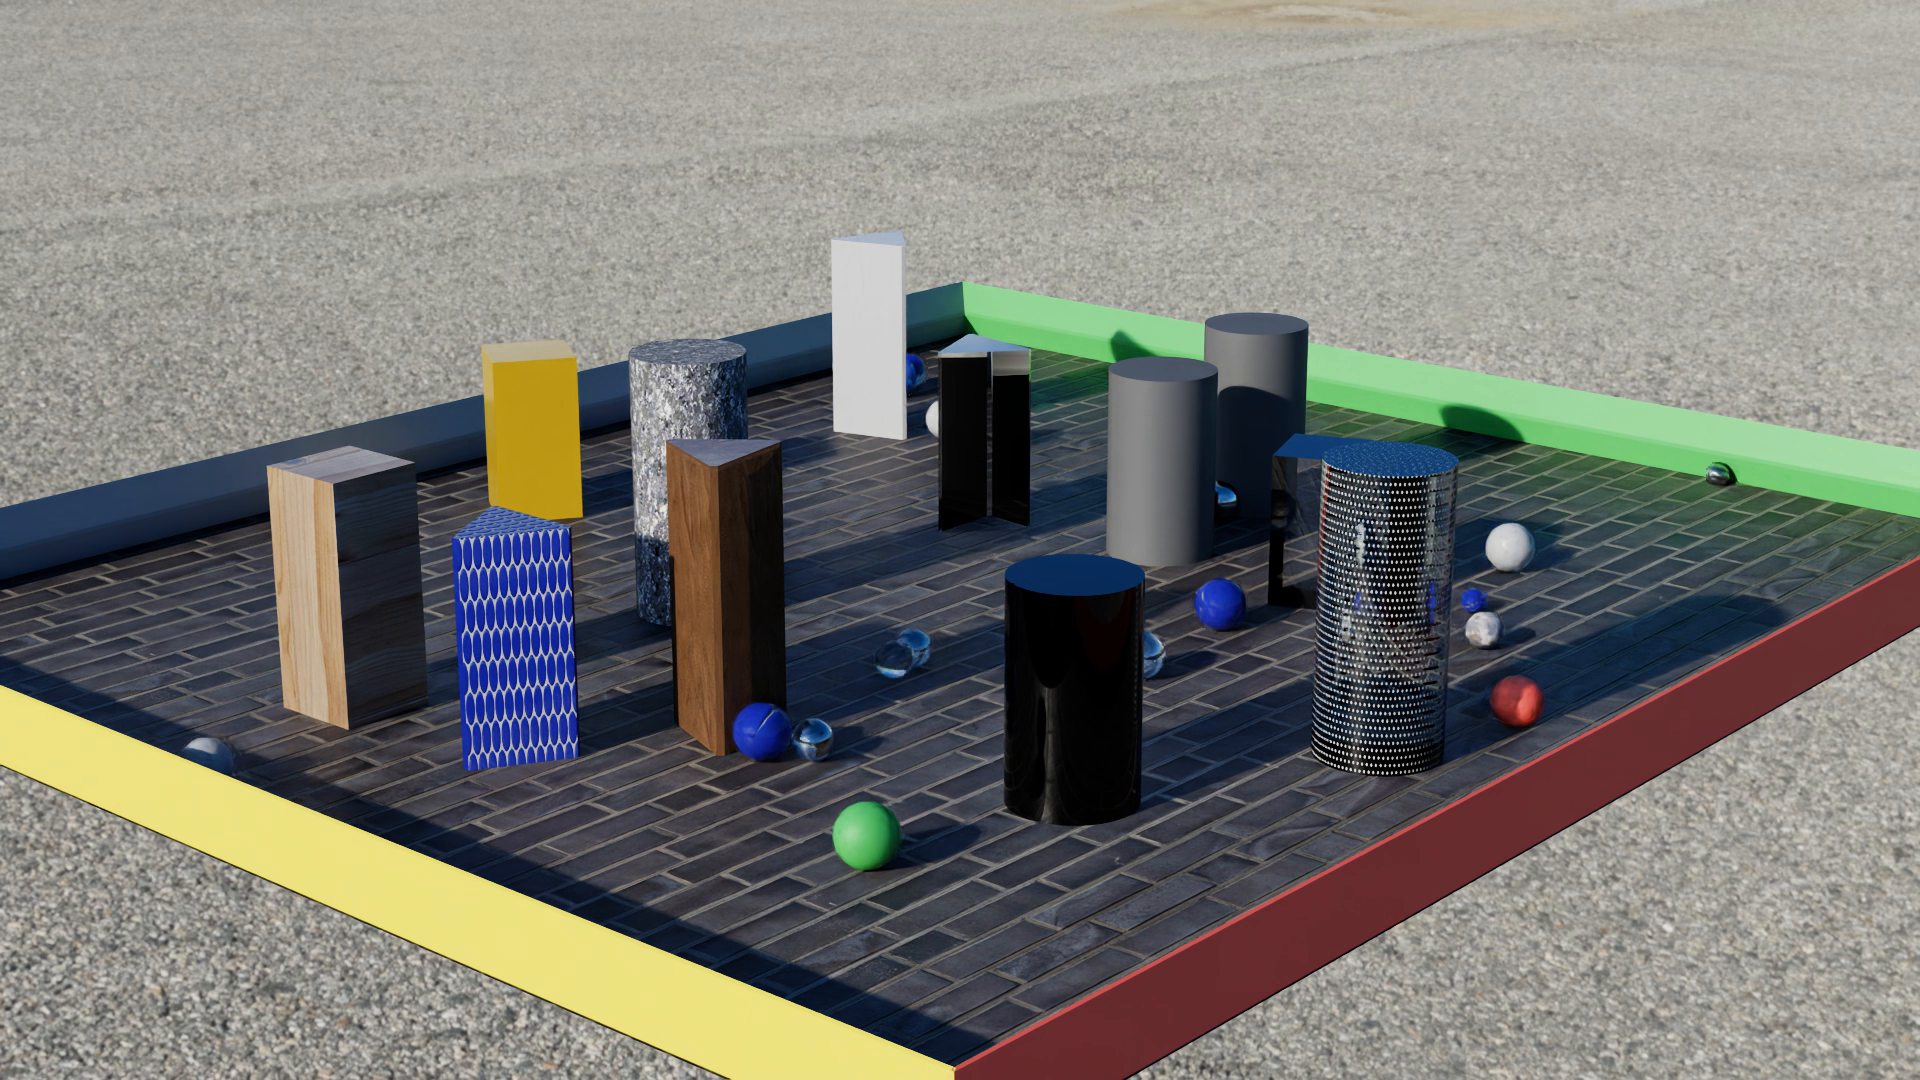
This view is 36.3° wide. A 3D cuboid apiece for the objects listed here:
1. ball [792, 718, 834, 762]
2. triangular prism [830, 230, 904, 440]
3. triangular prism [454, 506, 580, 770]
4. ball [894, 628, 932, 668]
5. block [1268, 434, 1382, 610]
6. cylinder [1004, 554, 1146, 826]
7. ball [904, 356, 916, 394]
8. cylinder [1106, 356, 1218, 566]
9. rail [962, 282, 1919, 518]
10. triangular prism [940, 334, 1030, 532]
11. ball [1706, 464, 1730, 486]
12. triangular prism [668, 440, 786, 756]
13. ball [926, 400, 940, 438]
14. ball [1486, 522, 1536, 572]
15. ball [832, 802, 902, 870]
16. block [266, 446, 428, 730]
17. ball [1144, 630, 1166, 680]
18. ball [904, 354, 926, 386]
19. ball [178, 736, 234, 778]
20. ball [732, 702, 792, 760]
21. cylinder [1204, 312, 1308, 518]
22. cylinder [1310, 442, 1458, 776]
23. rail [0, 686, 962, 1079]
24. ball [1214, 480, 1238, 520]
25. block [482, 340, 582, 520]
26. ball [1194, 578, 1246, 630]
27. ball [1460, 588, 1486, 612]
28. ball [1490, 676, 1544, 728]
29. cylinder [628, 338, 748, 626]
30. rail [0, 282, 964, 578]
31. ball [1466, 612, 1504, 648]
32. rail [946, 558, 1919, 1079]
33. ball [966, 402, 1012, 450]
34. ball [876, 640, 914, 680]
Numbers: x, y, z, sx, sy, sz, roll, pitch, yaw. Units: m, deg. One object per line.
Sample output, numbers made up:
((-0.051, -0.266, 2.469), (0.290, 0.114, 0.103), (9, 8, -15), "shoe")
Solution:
((-0.218, 0.297, 4.358), (0.063, 0.063, 0.063), (0, 17, 0), "ball")
((-0.160, -0.438, 6.191), (0.171, 0.412, 0.148), (8, 19, 25), "triangular prism")
((-0.673, 0.140, 4.369), (0.171, 0.357, 0.148), (-6, 18, -18), "triangular prism")
((-0.078, 0.176, 4.760), (0.063, 0.063, 0.063), (0, 17, 0), "ball")
((0.635, -0.030, 5.087), (0.158, 0.268, 0.158), (6, 18, 19), "block")
((0.161, 0.211, 4.165), (0.198, 0.340, 0.198), (0, 17, 0), "cylinder")
((-0.143, -0.364, 6.496), (0.094, 0.094, 0.094), (0, 17, 0), "ball")
((0.367, -0.145, 5.339), (0.198, 0.343, 0.198), (0, 17, 0), "cylinder")
((1.007, -0.303, 6.231), (2.692, 0.128, 0.045), (14, 22, 39), "rail")
((0.033, -0.204, 5.533), (0.171, 0.345, 0.148), (-3, 17, -10), "triangular prism")
((1.501, -0.129, 5.805), (0.044, 0.044, 0.044), (0, 17, 0), "ball")
((-0.376, 0.076, 4.424), (0.148, 0.449, 0.171), (10, 19, 30), "triangular prism")
((-0.028, -0.254, 6.145), (0.087, 0.087, 0.087), (0, 17, 0), "ball")
((0.986, 0.014, 5.254), (0.088, 0.088, 0.088), (0, 17, 0), "ball")
((-0.125, 0.400, 3.965), (0.093, 0.093, 0.093), (0, 17, 0), "ball")
((-0.946, 0.071, 4.538), (0.158, 0.391, 0.158), (14, 21, 38), "block")
((0.289, 0.184, 4.703), (0.080, 0.080, 0.080), (0, 17, 0), "ball")
((-0.115, -0.380, 6.579), (0.077, 0.077, 0.077), (0, 17, 0), "ball")
((-1.091, 0.324, 4.240), (0.079, 0.079, 0.079), (0, 17, 0), "ball")
((-0.293, 0.284, 4.357), (0.088, 0.088, 0.088), (0, 17, 0), "ball")
((0.565, -0.242, 5.638), (0.198, 0.356, 0.198), (0, 17, 0), "cylinder")
((0.625, 0.100, 4.329), (0.198, 0.457, 0.198), (0, 17, 0), "cylinder")
((-1.007, 0.367, 4.009), (2.692, 0.128, 0.045), (14, 22, 39), "rail")
((0.491, -0.075, 5.568), (0.077, 0.077, 0.077), (0, 17, 0), "ball")
((-0.818, -0.209, 5.604), (0.158, 0.312, 0.158), (-5, 17, -15), "block")
((0.438, 0.108, 4.941), (0.088, 0.088, 0.088), (0, 17, 0), "ball")
((0.881, 0.104, 5.035), (0.042, 0.042, 0.042), (0, 17, 0), "ball")
((0.853, 0.247, 4.495), (0.080, 0.080, 0.080), (0, 17, 0), "ball")
((-0.458, -0.099, 4.991), (0.198, 0.455, 0.198), (0, 17, 0), "cylinder")
((-0.999, -0.218, 5.950), (0.045, 0.128, 3.120), (14, 22, 39), "rail")
((0.867, 0.149, 4.850), (0.063, 0.063, 0.063), (0, 17, 0), "ball")
((0.999, 0.282, 4.290), (0.045, 0.128, 3.120), (14, 22, 39), "rail")
((0.060, -0.237, 6.068), (0.099, 0.099, 0.099), (0, 17, 0), "ball")
((-0.106, 0.193, 4.707), (0.061, 0.061, 0.061), (0, 17, 0), "ball")
